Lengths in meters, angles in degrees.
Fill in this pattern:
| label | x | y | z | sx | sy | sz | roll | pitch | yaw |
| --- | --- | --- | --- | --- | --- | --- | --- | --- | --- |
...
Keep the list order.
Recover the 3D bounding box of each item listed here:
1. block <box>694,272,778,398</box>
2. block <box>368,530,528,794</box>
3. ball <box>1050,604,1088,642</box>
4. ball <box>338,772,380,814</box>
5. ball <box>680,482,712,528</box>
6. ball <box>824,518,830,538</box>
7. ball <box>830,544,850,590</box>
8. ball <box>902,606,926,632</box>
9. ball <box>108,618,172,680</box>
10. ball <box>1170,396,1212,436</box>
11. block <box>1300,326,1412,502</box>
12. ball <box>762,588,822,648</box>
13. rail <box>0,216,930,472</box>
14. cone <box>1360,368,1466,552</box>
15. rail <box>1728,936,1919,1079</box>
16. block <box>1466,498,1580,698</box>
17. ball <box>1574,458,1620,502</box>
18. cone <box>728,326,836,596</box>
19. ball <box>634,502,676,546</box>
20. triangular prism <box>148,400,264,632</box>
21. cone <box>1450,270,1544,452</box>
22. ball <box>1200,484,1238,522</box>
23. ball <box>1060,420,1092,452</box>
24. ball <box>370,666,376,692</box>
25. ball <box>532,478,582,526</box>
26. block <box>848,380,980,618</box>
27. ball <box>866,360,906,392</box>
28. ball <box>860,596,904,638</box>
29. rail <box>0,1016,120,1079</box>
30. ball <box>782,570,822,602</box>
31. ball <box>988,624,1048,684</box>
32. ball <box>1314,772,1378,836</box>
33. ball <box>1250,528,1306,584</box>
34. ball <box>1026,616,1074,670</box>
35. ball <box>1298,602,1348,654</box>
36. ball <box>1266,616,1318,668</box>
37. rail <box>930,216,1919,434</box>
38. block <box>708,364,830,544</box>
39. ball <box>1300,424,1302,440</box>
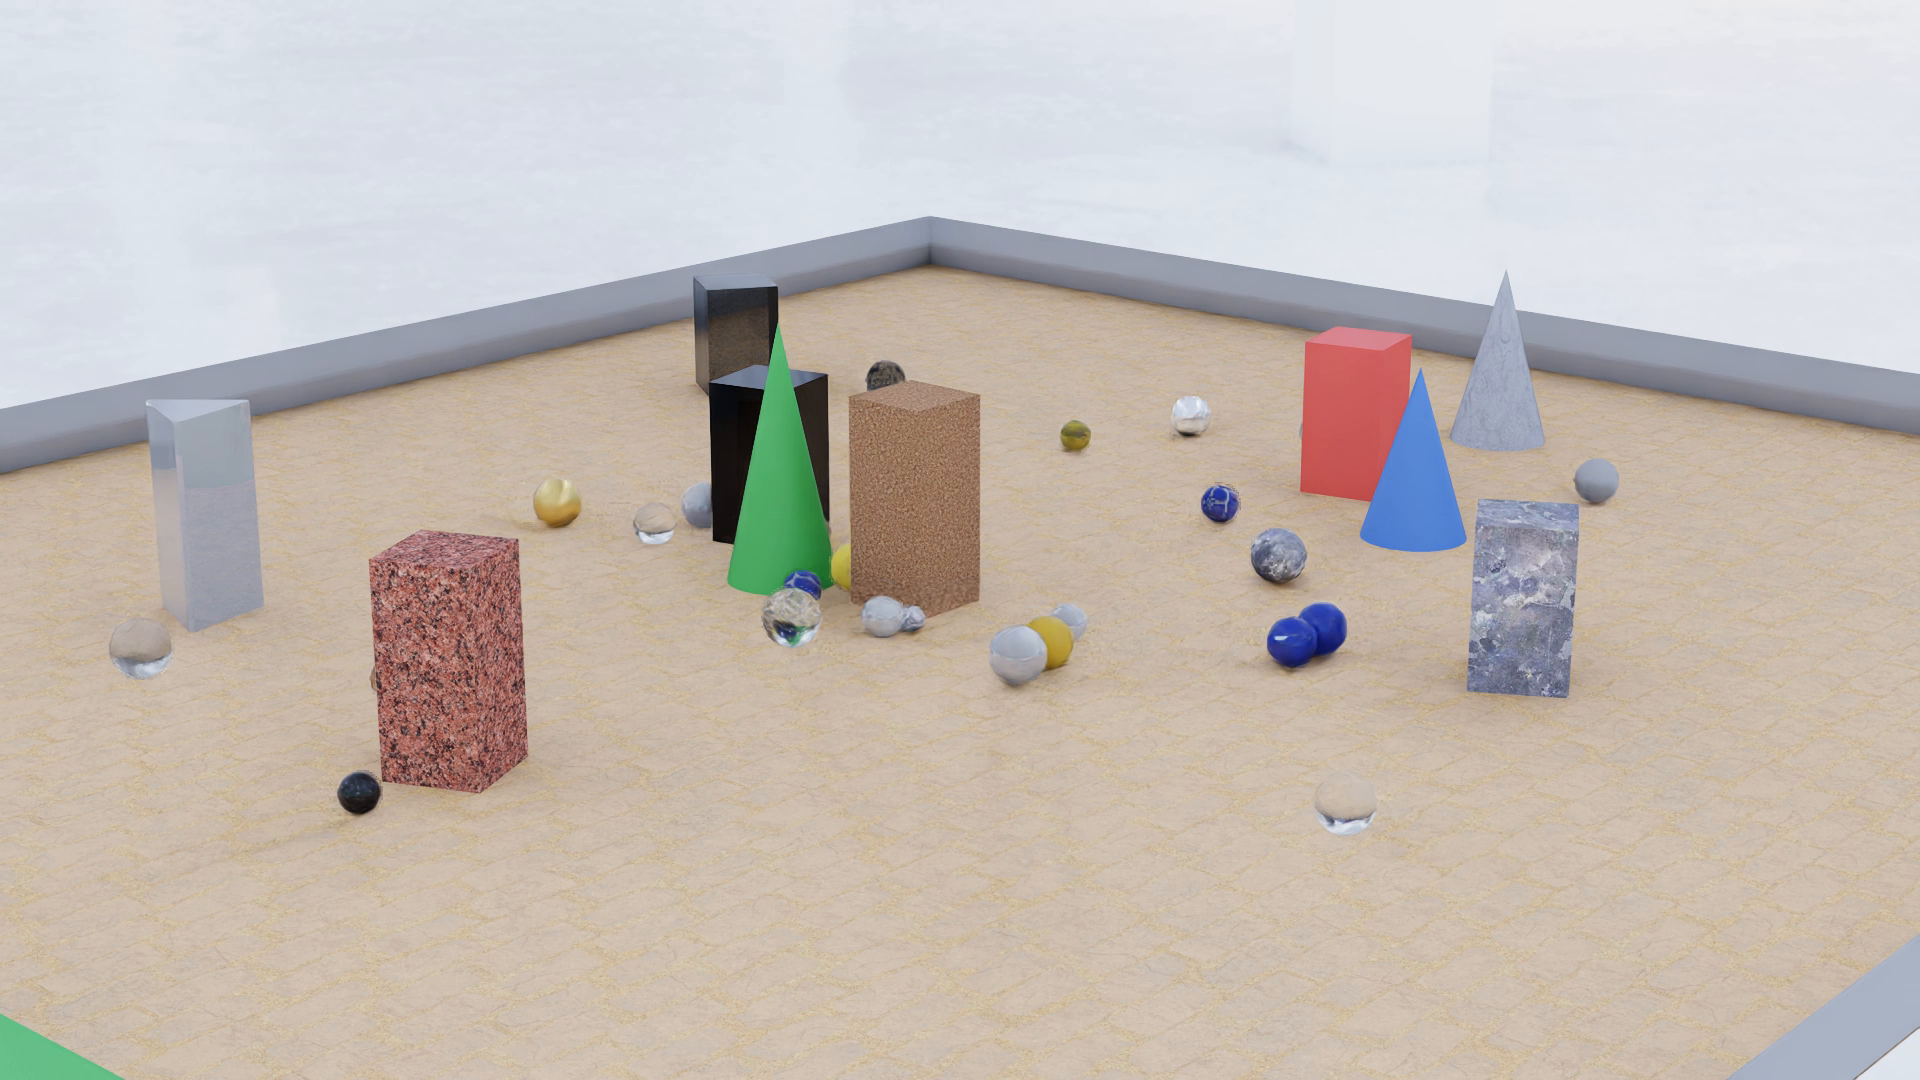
| label | x | y | z | sx | sy | sz | roll | pitch | yaw |
| --- | --- | --- | --- | --- | --- | --- | --- | --- | --- |
| block | -0.500 | -0.459 | 6.554 | 0.159 | 0.244 | 0.159 | -5 | 17 | -15 |
| block | -0.745 | 0.176 | 4.284 | 0.159 | 0.339 | 0.159 | 5 | 18 | 17 |
| ball | 0.179 | 0.139 | 4.877 | 0.067 | 0.067 | 0.067 | 0 | 17 | 0 |
| ball | -0.852 | 0.359 | 4.158 | 0.060 | 0.060 | 0.060 | 0 | 17 | 0 |
| ball | -0.482 | -0.065 | 5.520 | 0.087 | 0.087 | 0.087 | 0 | 17 | 0 |
| ball | -0.279 | -0.012 | 5.346 | 0.086 | 0.086 | 0.086 | 0 | 17 | 0 |
| ball | -0.186 | 0.047 | 5.144 | 0.084 | 0.084 | 0.084 | 0 | 17 | 0 |
| ball | -0.081 | 0.132 | 4.936 | 0.045 | 0.045 | 0.045 | 0 | 17 | 0 |
| ball | -1.315 | 0.174 | 4.705 | 0.099 | 0.099 | 0.099 | 0 | 17 | 0 |
| ball | 0.486 | -0.261 | 6.171 | 0.086 | 0.086 | 0.086 | 0 | 17 | 0 |
| block | 0.777 | -0.249 | 5.756 | 0.159 | 0.302 | 0.159 | 9 | 19 | 28 |
| ball | -0.279 | 0.129 | 4.856 | 0.099 | 0.099 | 0.099 | 0 | 17 | 0 |
| rail | -1.478 | -0.338 | 6.349 | 0.045 | 0.129 | 4.314 | 14 | 22 | 39 |
| cone | 0.846 | -0.162 | 5.430 | 0.198 | 0.325 | 0.198 | 0 | 17 | 0 |
| rail | 1.478 | 0.403 | 3.891 | 0.045 | 0.129 | 4.314 | 14 | 22 | 39 |
| block | 0.898 | 0.091 | 4.675 | 0.159 | 0.274 | 0.159 | 3 | 17 | 11 |
| ball | 1.235 | -0.115 | 5.686 | 0.087 | 0.087 | 0.087 | 0 | 17 | 0 |
| cone | -0.316 | -0.155 | 5.158 | 0.198 | 0.468 | 0.198 | 0 | 17 | 0 |
| ball | -0.564 | -0.030 | 5.416 | 0.079 | 0.079 | 0.079 | 0 | 17 | 0 |
| triangular prism | -1.314 | -0.052 | 4.993 | 0.149 | 0.365 | 0.172 | 10 | 19 | 29 |
| cone | 1.128 | -0.387 | 6.104 | 0.198 | 0.366 | 0.198 | 0 | 17 | 0 |
| ball | 0.492 | -0.069 | 5.558 | 0.071 | 0.071 | 0.071 | 0 | 17 | 0 |
| ball | 0.238 | -0.216 | 6.060 | 0.065 | 0.065 | 0.065 | 0 | 17 | 0 |
| ball | -0.900 | 0.218 | 4.625 | 0.061 | 0.061 | 0.061 | 0 | 17 | 0 |
| ball | -0.759 | -0.072 | 5.529 | 0.093 | 0.093 | 0.093 | 0 | 17 | 0 |
| block | -0.077 | -0.070 | 5.046 | 0.159 | 0.369 | 0.159 | 14 | 22 | 39 |
| ball | -0.163 | -0.352 | 6.467 | 0.089 | 0.089 | 0.089 | 0 | 17 | 0 |
| ball | -0.130 | 0.128 | 4.905 | 0.072 | 0.072 | 0.072 | 0 | 17 | 0 |
| rail | -1.398 | 0.497 | 3.578 | 3.963 | 0.129 | 0.045 | 14 | 22 | 39 |
| ball | -0.271 | 0.084 | 5.056 | 0.068 | 0.068 | 0.068 | 0 | 17 | 0 |
| ball | 0.092 | 0.183 | 4.672 | 0.095 | 0.095 | 0.095 | 0 | 17 | 0 |
| ball | 0.537 | 0.367 | 4.081 | 0.089 | 0.089 | 0.089 | 0 | 17 | 0 |
| ball | 0.564 | 0.027 | 5.191 | 0.099 | 0.099 | 0.099 | 0 | 17 | 0 |
| ball | 0.140 | 0.167 | 4.748 | 0.088 | 0.088 | 0.088 | 0 | 17 | 0 |
| ball | 0.595 | 0.145 | 4.823 | 0.087 | 0.087 | 0.087 | 0 | 17 | 0 |
| ball | 0.540 | 0.166 | 4.761 | 0.082 | 0.082 | 0.082 | 0 | 17 | 0 |
| rail | 1.398 | -0.432 | 6.662 | 3.963 | 0.129 | 0.045 | 14 | 22 | 39 |
| block | -0.352 | -0.152 | 5.434 | 0.159 | 0.304 | 0.159 | 9 | 19 | 27 |
| ball | 0.738 | -0.223 | 6.070 | 0.071 | 0.071 | 0.071 | 0 | 17 | 0 |
